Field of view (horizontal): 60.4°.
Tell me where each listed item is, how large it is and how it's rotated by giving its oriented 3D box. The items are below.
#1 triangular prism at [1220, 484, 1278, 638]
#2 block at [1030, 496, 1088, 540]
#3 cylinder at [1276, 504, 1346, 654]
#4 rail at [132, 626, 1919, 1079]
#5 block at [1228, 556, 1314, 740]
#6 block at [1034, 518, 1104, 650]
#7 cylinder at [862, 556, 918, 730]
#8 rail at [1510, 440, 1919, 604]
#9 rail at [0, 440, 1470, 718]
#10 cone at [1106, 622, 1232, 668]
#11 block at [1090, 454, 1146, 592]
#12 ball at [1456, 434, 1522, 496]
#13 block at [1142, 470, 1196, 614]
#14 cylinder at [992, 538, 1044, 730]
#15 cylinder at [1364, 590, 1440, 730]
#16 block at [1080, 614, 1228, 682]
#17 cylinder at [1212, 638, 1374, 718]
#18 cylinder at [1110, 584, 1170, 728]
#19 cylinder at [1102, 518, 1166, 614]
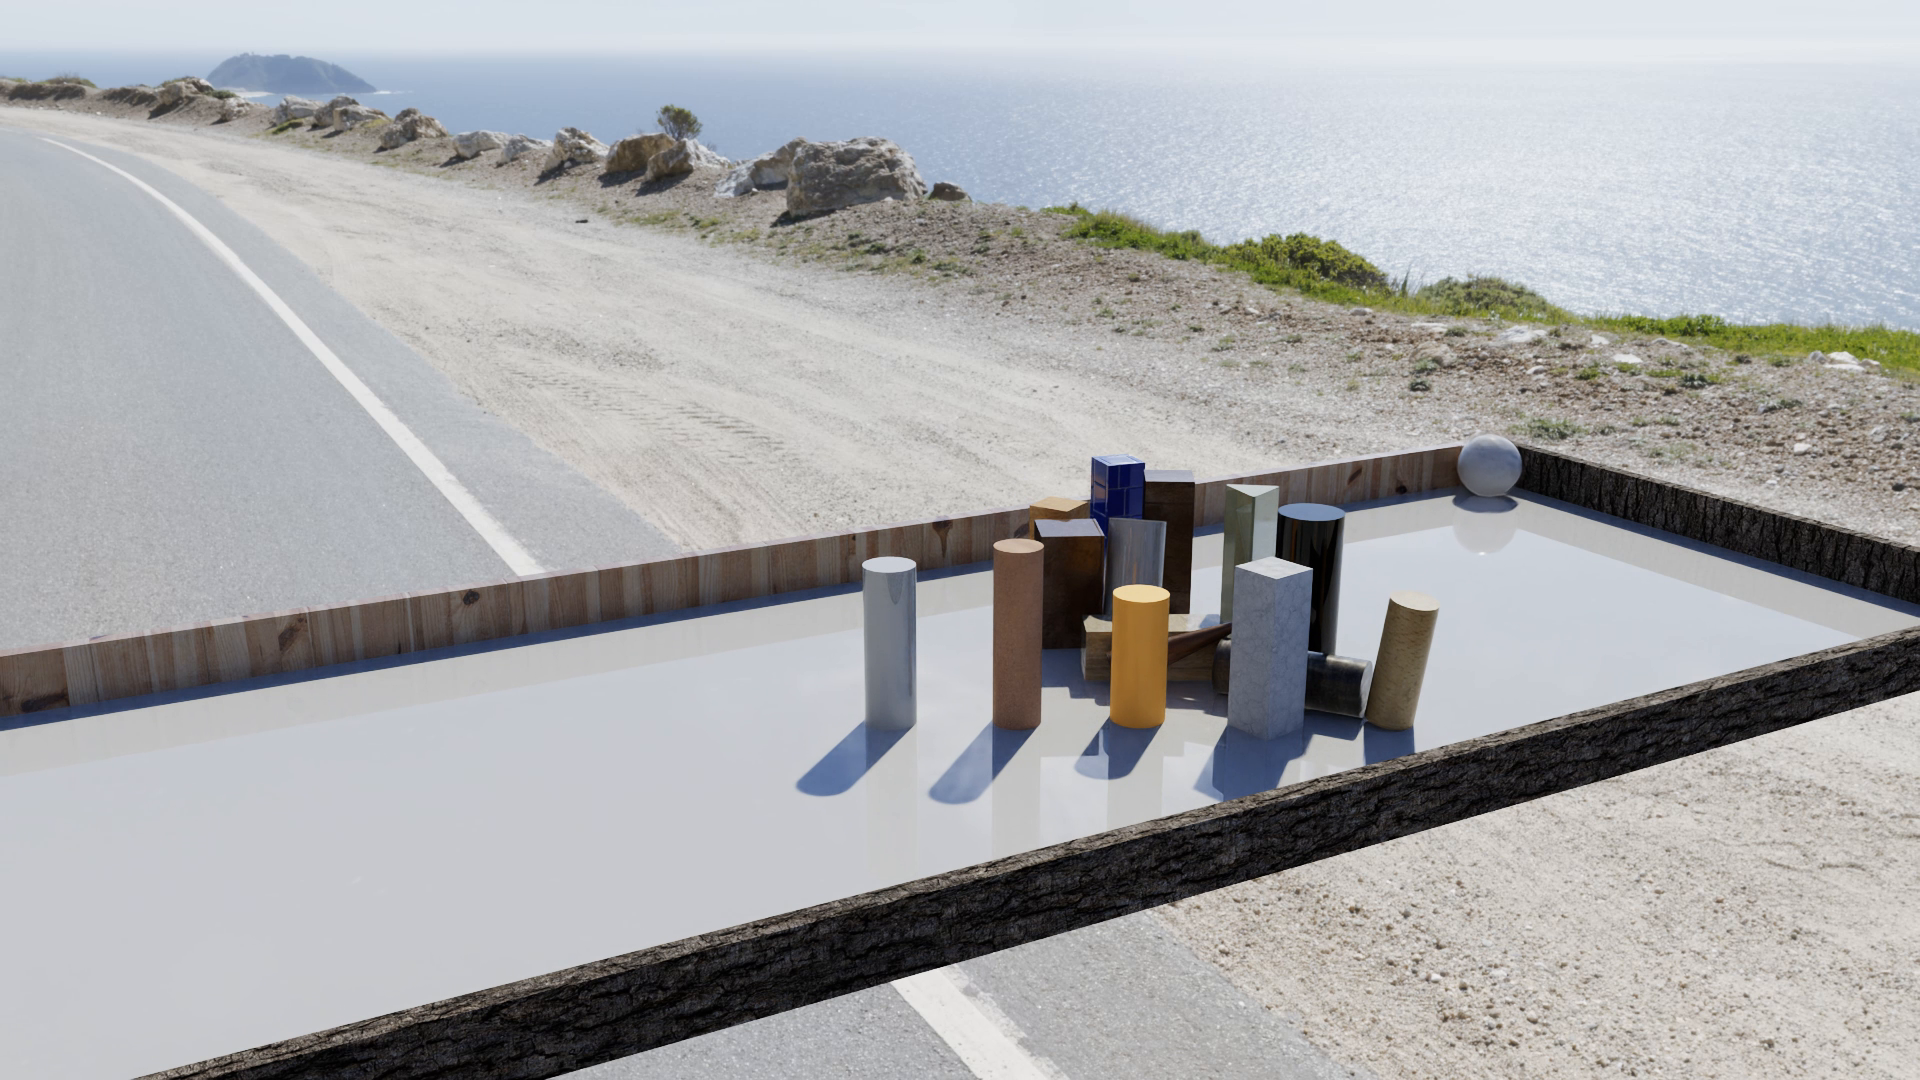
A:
[{"bbox_3d":[0.745,0.071,4.352,0.116,0.430,0.134,12,20,36],"label":"triangular prism"},{"bbox_3d":[0.272,0.056,4.587,0.118,0.325,0.118,10,19,31],"label":"block"},{"bbox_3d":[0.856,0.144,4.080,0.162,0.443,0.162,0,16,0],"label":"cylinder"},{"bbox_3d":[-2.336,1.006,1.665,12.000,0.150,0.050,-9,18,-27],"label":"rail"},{"bbox_3d":[0.716,0.249,3.816,0.125,0.389,0.125,-13,21,-37],"label":"block"},{"bbox_3d":[0.288,0.116,4.410,0.165,0.310,0.165,-1,16,-4],"label":"block"},{"bbox_3d":[-0.163,0.242,3.846,0.124,0.386,0.124,0,16,0],"label":"cylinder"},{"bbox_3d":[2.466,-0.048,5.253,0.050,0.150,2.100,-9,18,-27],"label":"rail"},{"bbox_3d":[-3.305,0.497,3.399,12.000,0.150,0.050,-9,18,-27],"label":"rail"},{"bbox_3d":[0.578,0.250,4.074,0.428,0.101,0.101,-20,17,2],"label":"cone"},{"bbox_3d":[0.459,-0.048,4.833,0.117,0.386,0.117,-6,17,-20],"label":"block"},{"bbox_3d":[1.881,-0.265,5.866,0.220,0.220,0.220,0,16,0],"label":"ball"},{"bbox_3d":[0.574,0.017,4.583,0.133,0.403,0.133,1,16,3],"label":"block"},{"bbox_3d":[0.134,0.221,3.838,0.115,0.432,0.115,0,16,0],"label":"cylinder"},{"bbox_3d":[1.027,0.280,3.835,0.114,0.307,0.114,5,21,-2],"label":"cylinder"},{"bbox_3d":[0.490,0.273,4.195,0.353,0.131,0.131,0,16,-1],"label":"block"},{"bbox_3d":[0.802,0.331,3.987,0.358,0.137,0.137,8,18,26],"label":"cylinder"},{"bbox_3d":[0.421,0.273,3.874,0.131,0.311,0.131,0,16,0],"label":"cylinder"},{"bbox_3d":[0.463,0.104,4.394,0.155,0.315,0.155,4,3,0],"label":"cylinder"}]
